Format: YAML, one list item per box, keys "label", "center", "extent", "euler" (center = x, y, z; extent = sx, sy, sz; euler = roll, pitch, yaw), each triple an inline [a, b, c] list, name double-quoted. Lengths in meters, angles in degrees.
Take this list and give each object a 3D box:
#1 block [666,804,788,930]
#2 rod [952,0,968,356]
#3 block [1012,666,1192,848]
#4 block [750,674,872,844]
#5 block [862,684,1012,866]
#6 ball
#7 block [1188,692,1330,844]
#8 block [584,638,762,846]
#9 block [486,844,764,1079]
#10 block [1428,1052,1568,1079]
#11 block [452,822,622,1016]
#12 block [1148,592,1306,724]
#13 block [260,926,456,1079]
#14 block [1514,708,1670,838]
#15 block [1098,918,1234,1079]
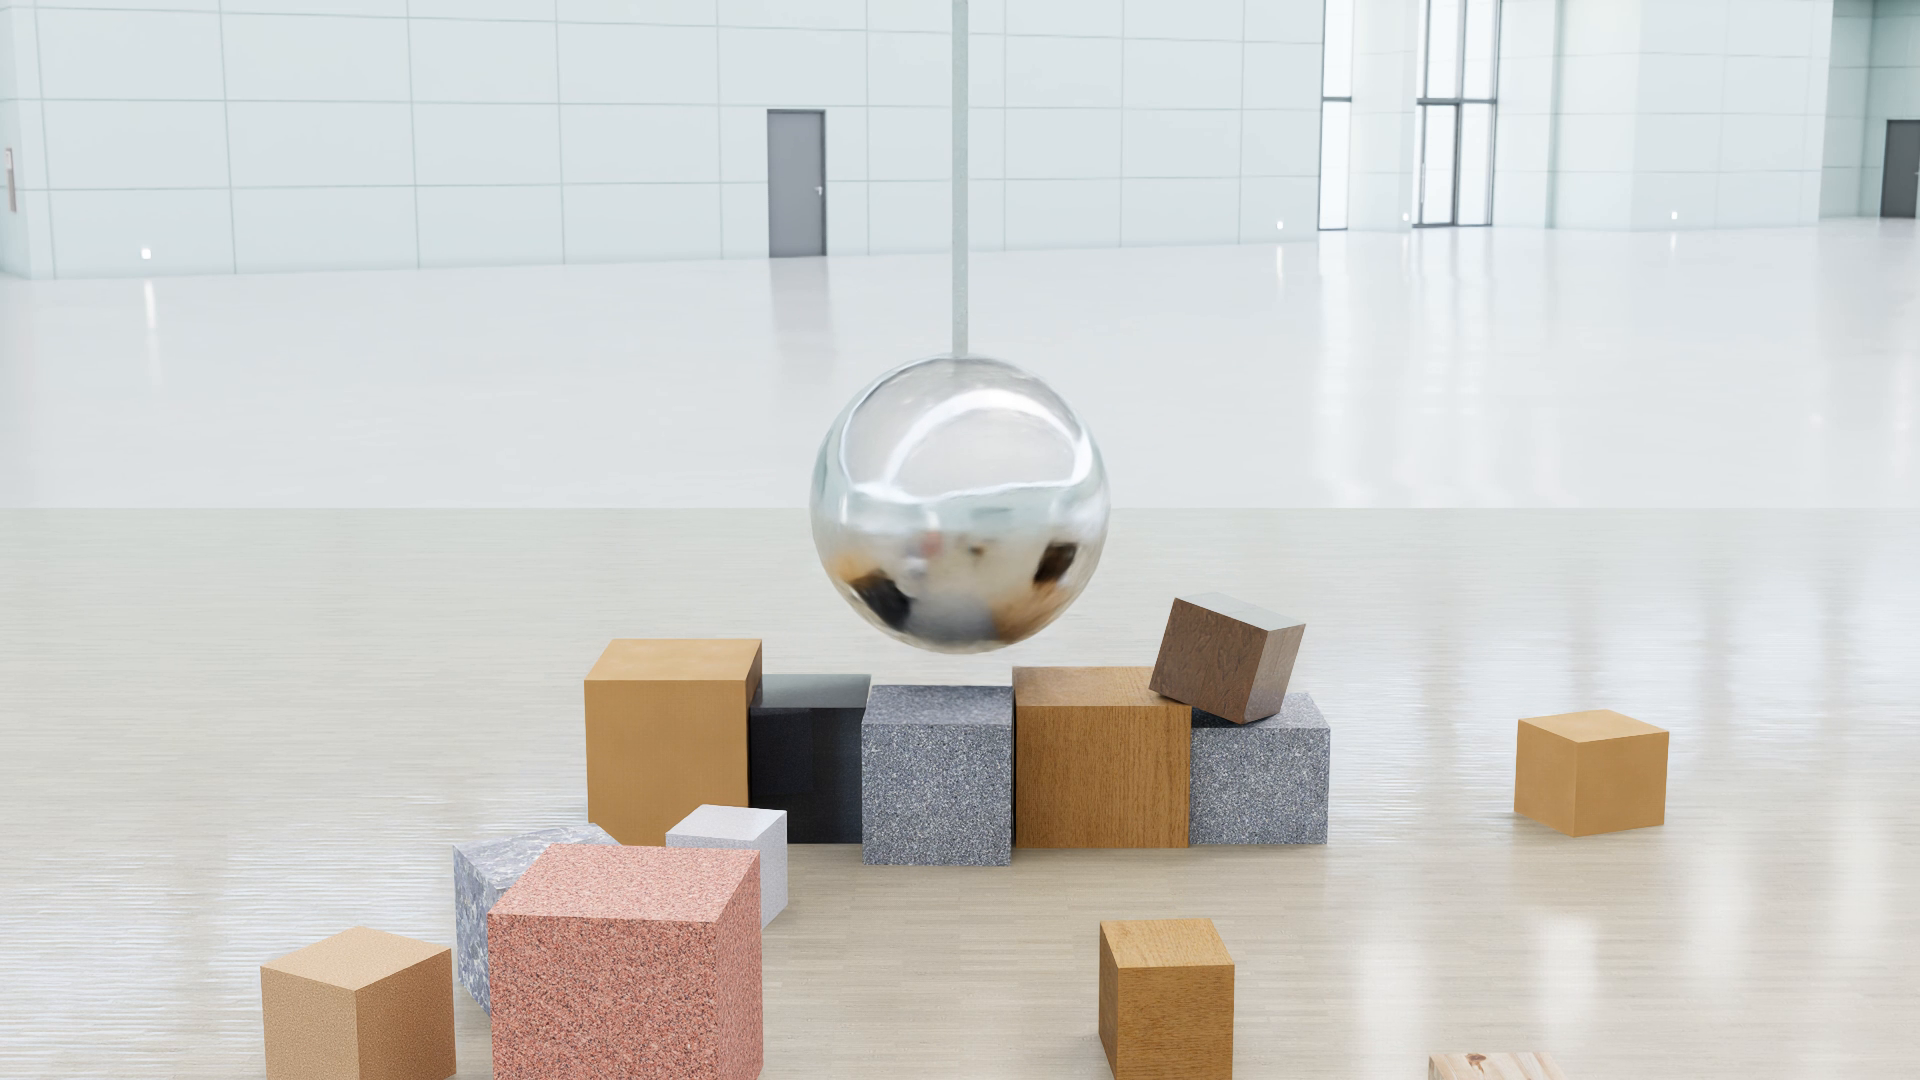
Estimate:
- label: "block"
  center: [-1.059, 1.504, 10.037]
  extent: [0.414, 0.451, 0.454]
  euler: [3, 11, 14]
- label: "rod"
  center: [0.000, -3.478, 10.762]
  extent: [0.080, 5.200, 0.080]
  euler: [0, 15, 0]
- label: "block"
  center: [0.713, 1.112, 11.395]
  extent: [0.868, 0.736, 0.837]
  euler: [0, 10, 0]
- label: "block"
  center: [-0.759, 1.124, 11.403]
  extent: [0.580, 0.709, 0.701]
  euler: [0, 10, 0]
- label: "block"
  center: [-0.102, 1.176, 11.098]
  extent: [0.726, 0.716, 0.772]
  euler: [0, 10, 2]
- label: "ball"
  center: [0.000, -0.193, 11.640]
  extent: [1.600, 1.600, 1.600]
  euler: [0, 10, 0]
- label: "block"
  center: [1.506, 1.176, 11.411]
  extent: [0.700, 0.604, 0.713]
  euler: [0, 10, 0]
- label: "block"
  center: [-1.457, 1.042, 11.378]
  extent: [0.797, 0.879, 0.917]
  euler: [0, 10, 0]
- label: "block"
  center: [-1.198, 1.657, 8.040]
  extent: [0.807, 0.863, 0.782]
  euler: [1, 10, 6]
- label: "block"
  center: [1.840, 2.006, 7.450]
  extent: [0.416, 0.387, 0.419]
  euler: [0, 10, -2]
- label: "block"
  center: [-1.701, 1.593, 9.132]
  extent: [0.620, 0.599, 0.639]
  euler: [-5, 12, -28]
- label: "block"
  center: [1.356, 0.587, 11.125]
  extent: [0.516, 0.487, 0.558]
  euler: [20, 11, 26]
- label: "block"
  center: [-2.252, 1.802, 8.252]
  extent: [0.482, 0.502, 0.493]
  euler: [6, 12, 30]
- label: "block"
  center: [3.298, 1.211, 11.504]
  extent: [0.575, 0.501, 0.499]
  euler: [-4, 11, -22]
- label: "block"
  center: [0.790, 1.776, 8.493]
  extent: [0.440, 0.467, 0.500]
  euler: [-1, 10, -4]
